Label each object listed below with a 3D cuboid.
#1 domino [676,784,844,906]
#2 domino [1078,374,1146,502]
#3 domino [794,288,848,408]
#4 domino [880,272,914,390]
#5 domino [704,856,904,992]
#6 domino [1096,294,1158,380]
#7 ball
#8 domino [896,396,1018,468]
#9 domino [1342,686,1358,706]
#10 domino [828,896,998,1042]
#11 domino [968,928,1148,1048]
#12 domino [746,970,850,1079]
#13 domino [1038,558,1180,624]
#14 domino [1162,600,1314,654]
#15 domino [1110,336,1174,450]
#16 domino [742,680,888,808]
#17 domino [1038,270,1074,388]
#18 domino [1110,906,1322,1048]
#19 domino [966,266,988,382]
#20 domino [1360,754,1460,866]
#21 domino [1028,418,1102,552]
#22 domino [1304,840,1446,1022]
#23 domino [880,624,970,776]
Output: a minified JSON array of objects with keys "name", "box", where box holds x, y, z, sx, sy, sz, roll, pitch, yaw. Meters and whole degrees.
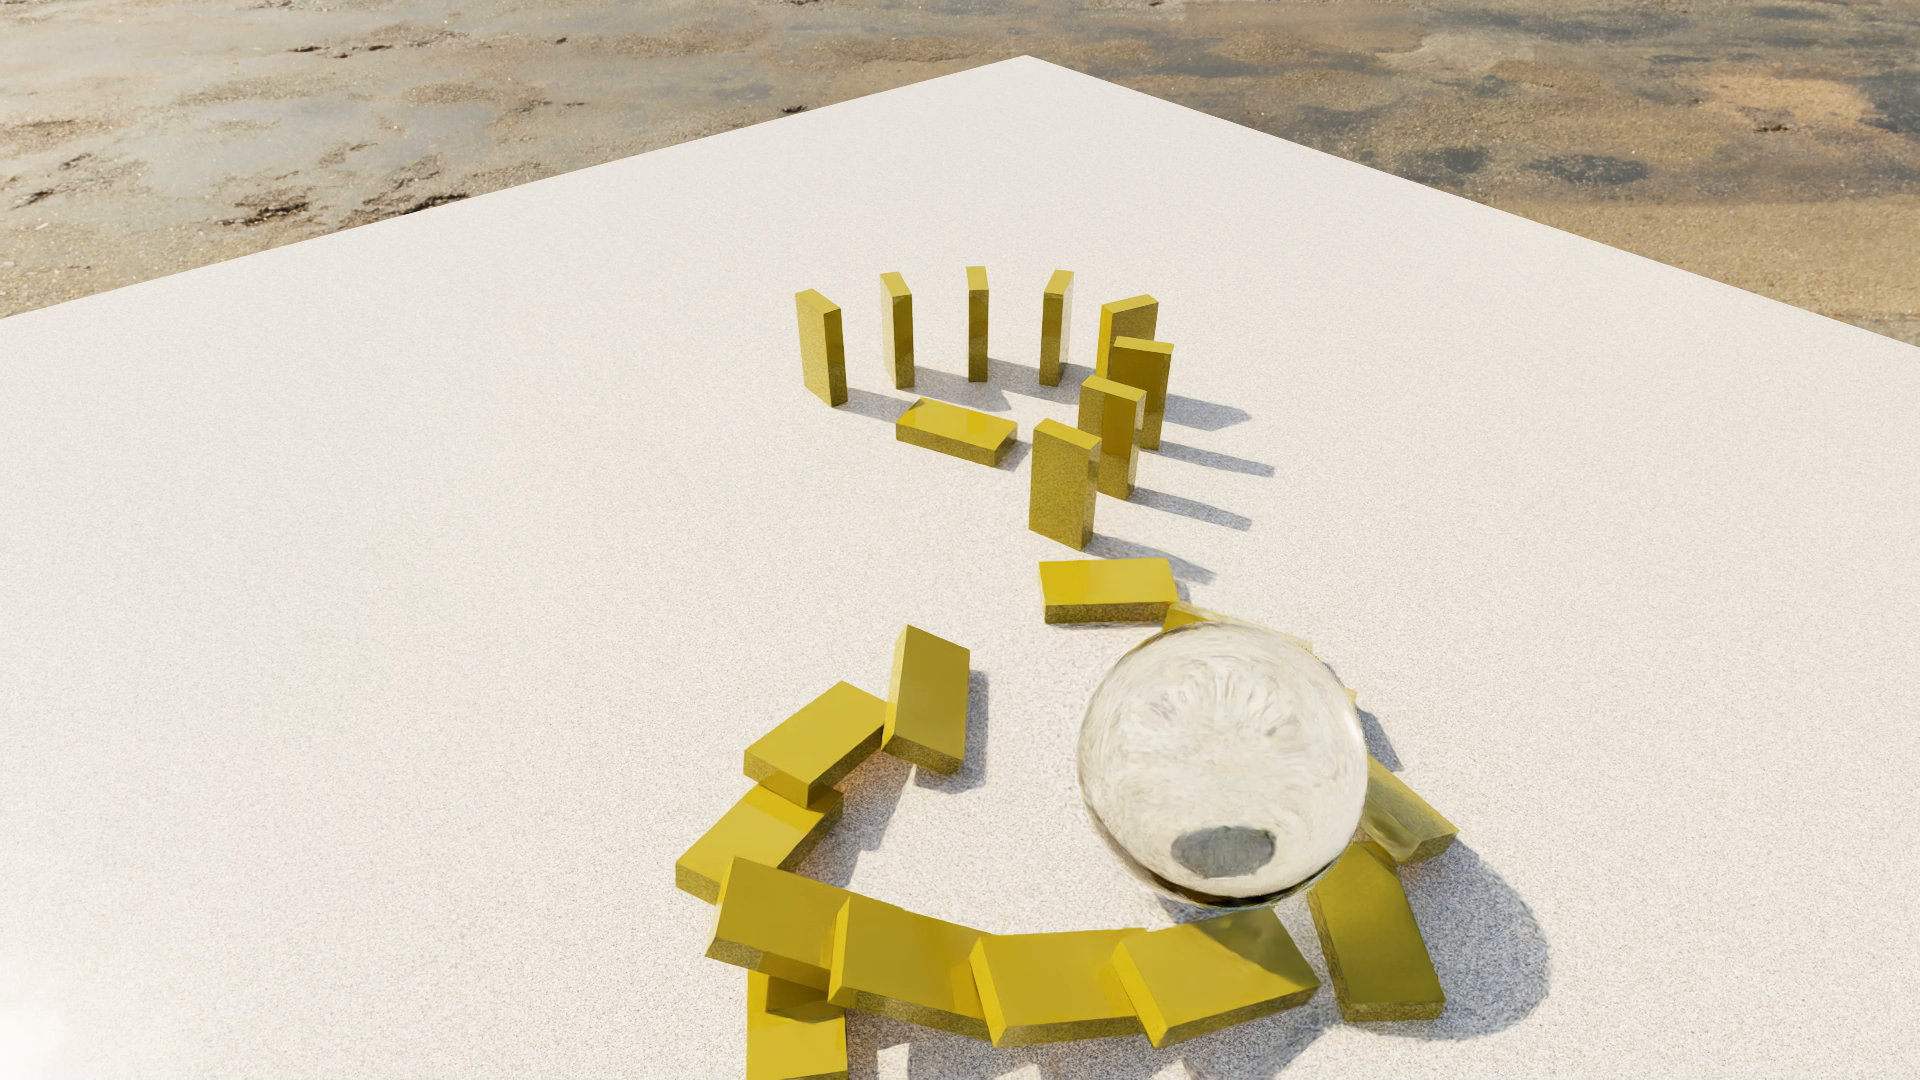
[{"name":"domino","box":[-0.058,0.089,0.327,0.025,0.009,0.050,17,29,20]},{"name":"domino","box":[0.062,-0.043,0.463,0.025,0.050,0.010,21,44,23]},{"name":"domino","box":[-0.066,-0.091,0.522,0.010,0.050,0.025,-26,46,-28]},{"name":"domino","box":[-0.030,-0.102,0.536,0.009,0.050,0.025,-11,41,-13]},{"name":"domino","box":[-0.040,0.105,0.294,0.050,0.010,0.025,22,33,-13]},{"name":"domino","box":[0.078,-0.089,0.520,0.025,0.050,0.010,-17,42,-20]},{"name":"ball","box":[0.073,0.063,0.311,0.080,0.080,0.080,0,39,0]},{"name":"domino","box":[-0.002,-0.050,0.504,0.050,0.010,0.025,17,42,20]},{"name":"domino","box":[0.107,0.050,0.373,0.050,0.009,0.025,18,11,21]},{"name":"domino","box":[-0.008,0.113,0.289,0.050,0.009,0.025,20,37,-15]},{"name":"domino","box":[0.030,0.117,0.289,0.050,0.009,0.025,5,36,-22]},{"name":"domino","box":[-0.044,0.121,0.295,0.025,0.009,0.050,-5,40,-6]},{"name":"domino","box":[0.056,0.019,0.420,0.050,0.009,0.025,-2,39,-2]},{"name":"domino","box":[0.099,0.035,0.390,0.050,0.010,0.025,18,9,17]},{"name":"domino","box":[0.080,-0.065,0.491,0.025,0.050,0.010,11,41,13]},{"name":"domino","box":[-0.044,0.065,0.355,0.025,0.009,0.050,22,30,24]},{"name":"domino","box":[0.047,-0.103,0.537,0.009,0.050,0.025,10,40,12]},{"name":"domino","box":[0.068,0.115,0.293,0.050,0.010,0.025,-2,40,-26]},{"name":"domino","box":[0.008,-0.106,0.541,0.009,0.050,0.025,-2,39,-2]},{"name":"domino","box":[0.126,0.078,0.341,0.025,0.010,0.050,4,30,-42]},{"name":"domino","box":[0.041,-0.022,0.438,0.025,0.050,0.010,24,45,27]},{"name":"domino","box":[0.114,0.109,0.310,0.025,0.010,0.050,-1,39,-1]},{"name":"domino","box":[-0.011,0.053,0.370,0.025,0.010,0.050,24,37,-15]}]
